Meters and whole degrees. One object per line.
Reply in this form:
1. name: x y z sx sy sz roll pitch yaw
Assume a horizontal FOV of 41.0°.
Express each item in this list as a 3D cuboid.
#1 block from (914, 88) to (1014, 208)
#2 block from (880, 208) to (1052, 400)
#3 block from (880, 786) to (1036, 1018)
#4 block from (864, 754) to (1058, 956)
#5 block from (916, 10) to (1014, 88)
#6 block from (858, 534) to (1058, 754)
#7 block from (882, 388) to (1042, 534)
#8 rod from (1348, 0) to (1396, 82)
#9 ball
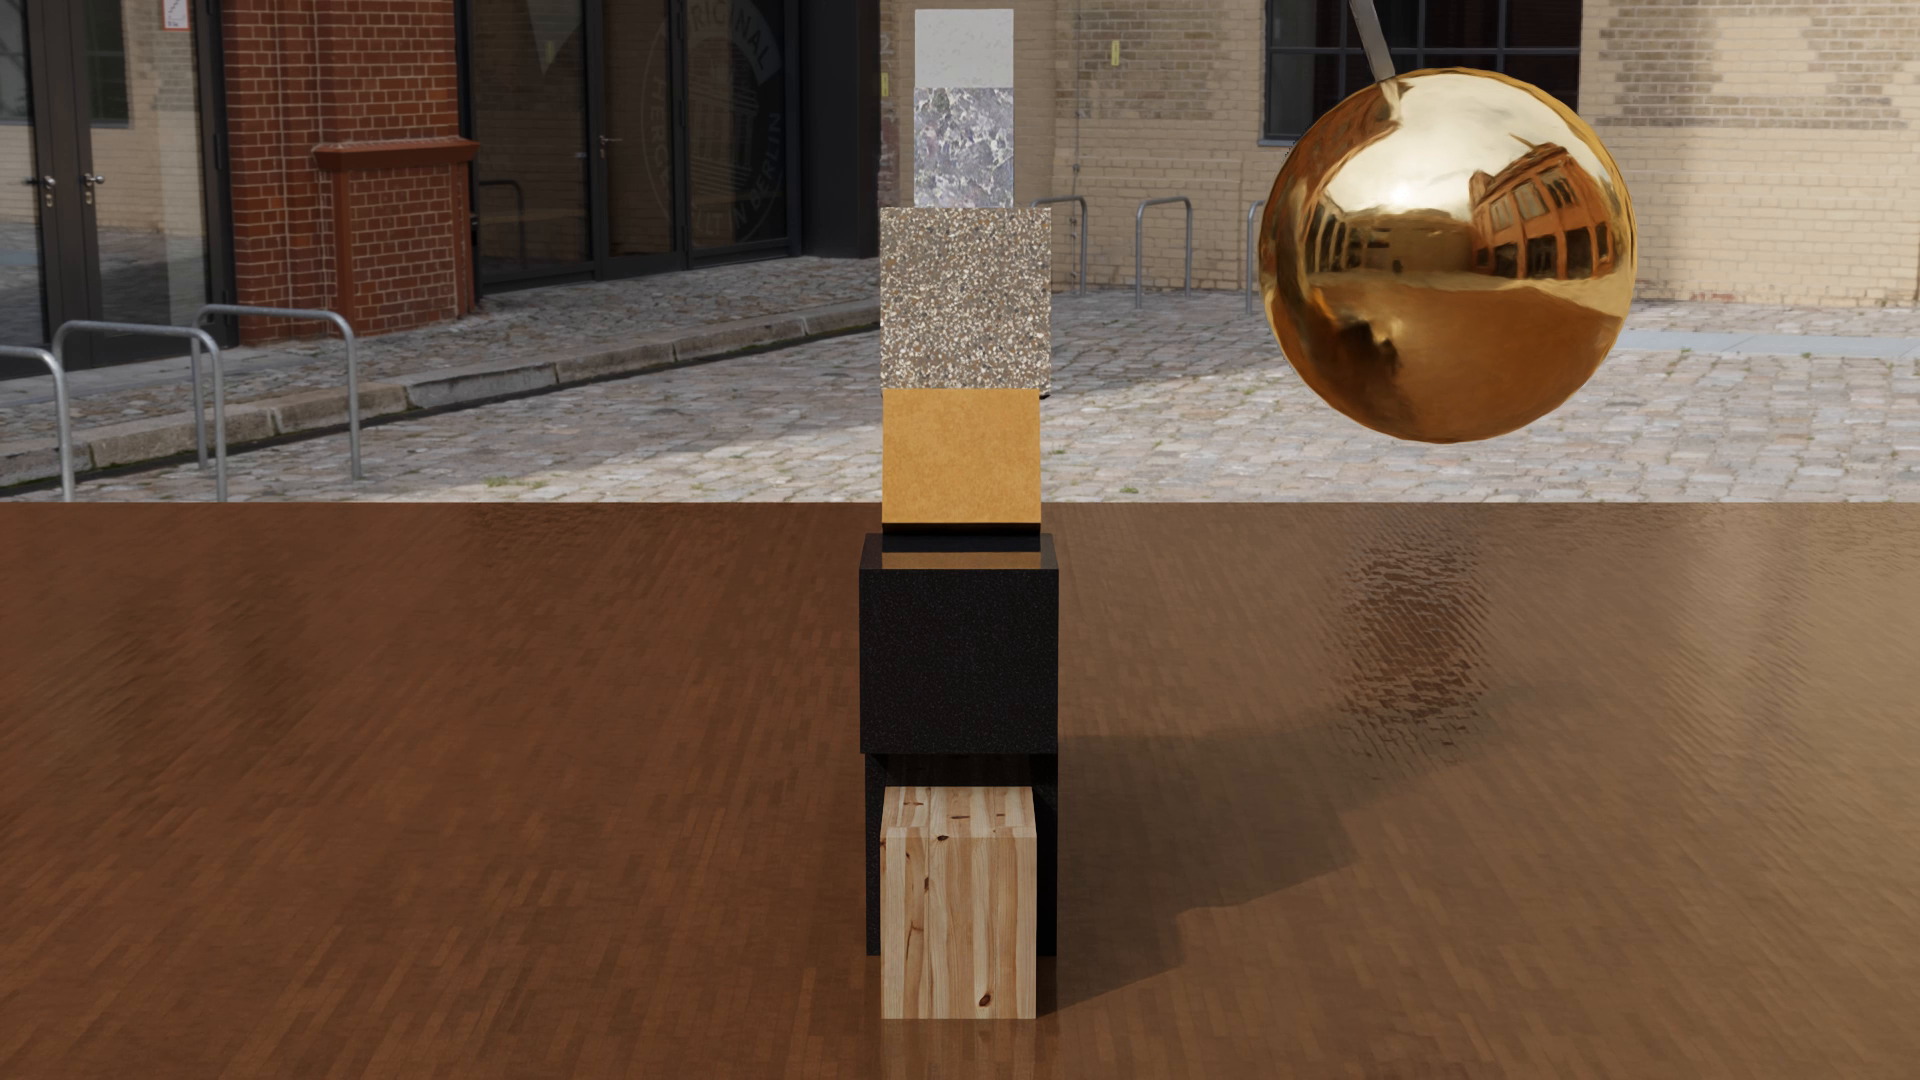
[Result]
1. block: 0.023 -1.710 11.454 0.434 0.547 0.481 0 2 2
2. block: 0.021 -1.032 11.344 0.731 0.801 0.727 0 2 -1
3. block: -0.006 1.392 9.933 0.582 0.708 0.691 0 10 0
4. block: 0.006 1.177 10.634 0.768 0.880 0.745 0 10 0
5. block: 0.024 -2.171 11.553 0.435 0.367 0.391 0 2 1
6. block: -0.004 0.404 10.364 0.773 0.736 0.786 0 10 0
7. block: 0.006 -0.248 10.958 0.656 0.600 0.611 0 -20 0
8. rod: 0.899 -4.349 10.390 0.080 5.200 0.080 -20 10 4
9. ball: 2.074 -1.210 10.960 1.600 1.600 1.600 0 10 0
